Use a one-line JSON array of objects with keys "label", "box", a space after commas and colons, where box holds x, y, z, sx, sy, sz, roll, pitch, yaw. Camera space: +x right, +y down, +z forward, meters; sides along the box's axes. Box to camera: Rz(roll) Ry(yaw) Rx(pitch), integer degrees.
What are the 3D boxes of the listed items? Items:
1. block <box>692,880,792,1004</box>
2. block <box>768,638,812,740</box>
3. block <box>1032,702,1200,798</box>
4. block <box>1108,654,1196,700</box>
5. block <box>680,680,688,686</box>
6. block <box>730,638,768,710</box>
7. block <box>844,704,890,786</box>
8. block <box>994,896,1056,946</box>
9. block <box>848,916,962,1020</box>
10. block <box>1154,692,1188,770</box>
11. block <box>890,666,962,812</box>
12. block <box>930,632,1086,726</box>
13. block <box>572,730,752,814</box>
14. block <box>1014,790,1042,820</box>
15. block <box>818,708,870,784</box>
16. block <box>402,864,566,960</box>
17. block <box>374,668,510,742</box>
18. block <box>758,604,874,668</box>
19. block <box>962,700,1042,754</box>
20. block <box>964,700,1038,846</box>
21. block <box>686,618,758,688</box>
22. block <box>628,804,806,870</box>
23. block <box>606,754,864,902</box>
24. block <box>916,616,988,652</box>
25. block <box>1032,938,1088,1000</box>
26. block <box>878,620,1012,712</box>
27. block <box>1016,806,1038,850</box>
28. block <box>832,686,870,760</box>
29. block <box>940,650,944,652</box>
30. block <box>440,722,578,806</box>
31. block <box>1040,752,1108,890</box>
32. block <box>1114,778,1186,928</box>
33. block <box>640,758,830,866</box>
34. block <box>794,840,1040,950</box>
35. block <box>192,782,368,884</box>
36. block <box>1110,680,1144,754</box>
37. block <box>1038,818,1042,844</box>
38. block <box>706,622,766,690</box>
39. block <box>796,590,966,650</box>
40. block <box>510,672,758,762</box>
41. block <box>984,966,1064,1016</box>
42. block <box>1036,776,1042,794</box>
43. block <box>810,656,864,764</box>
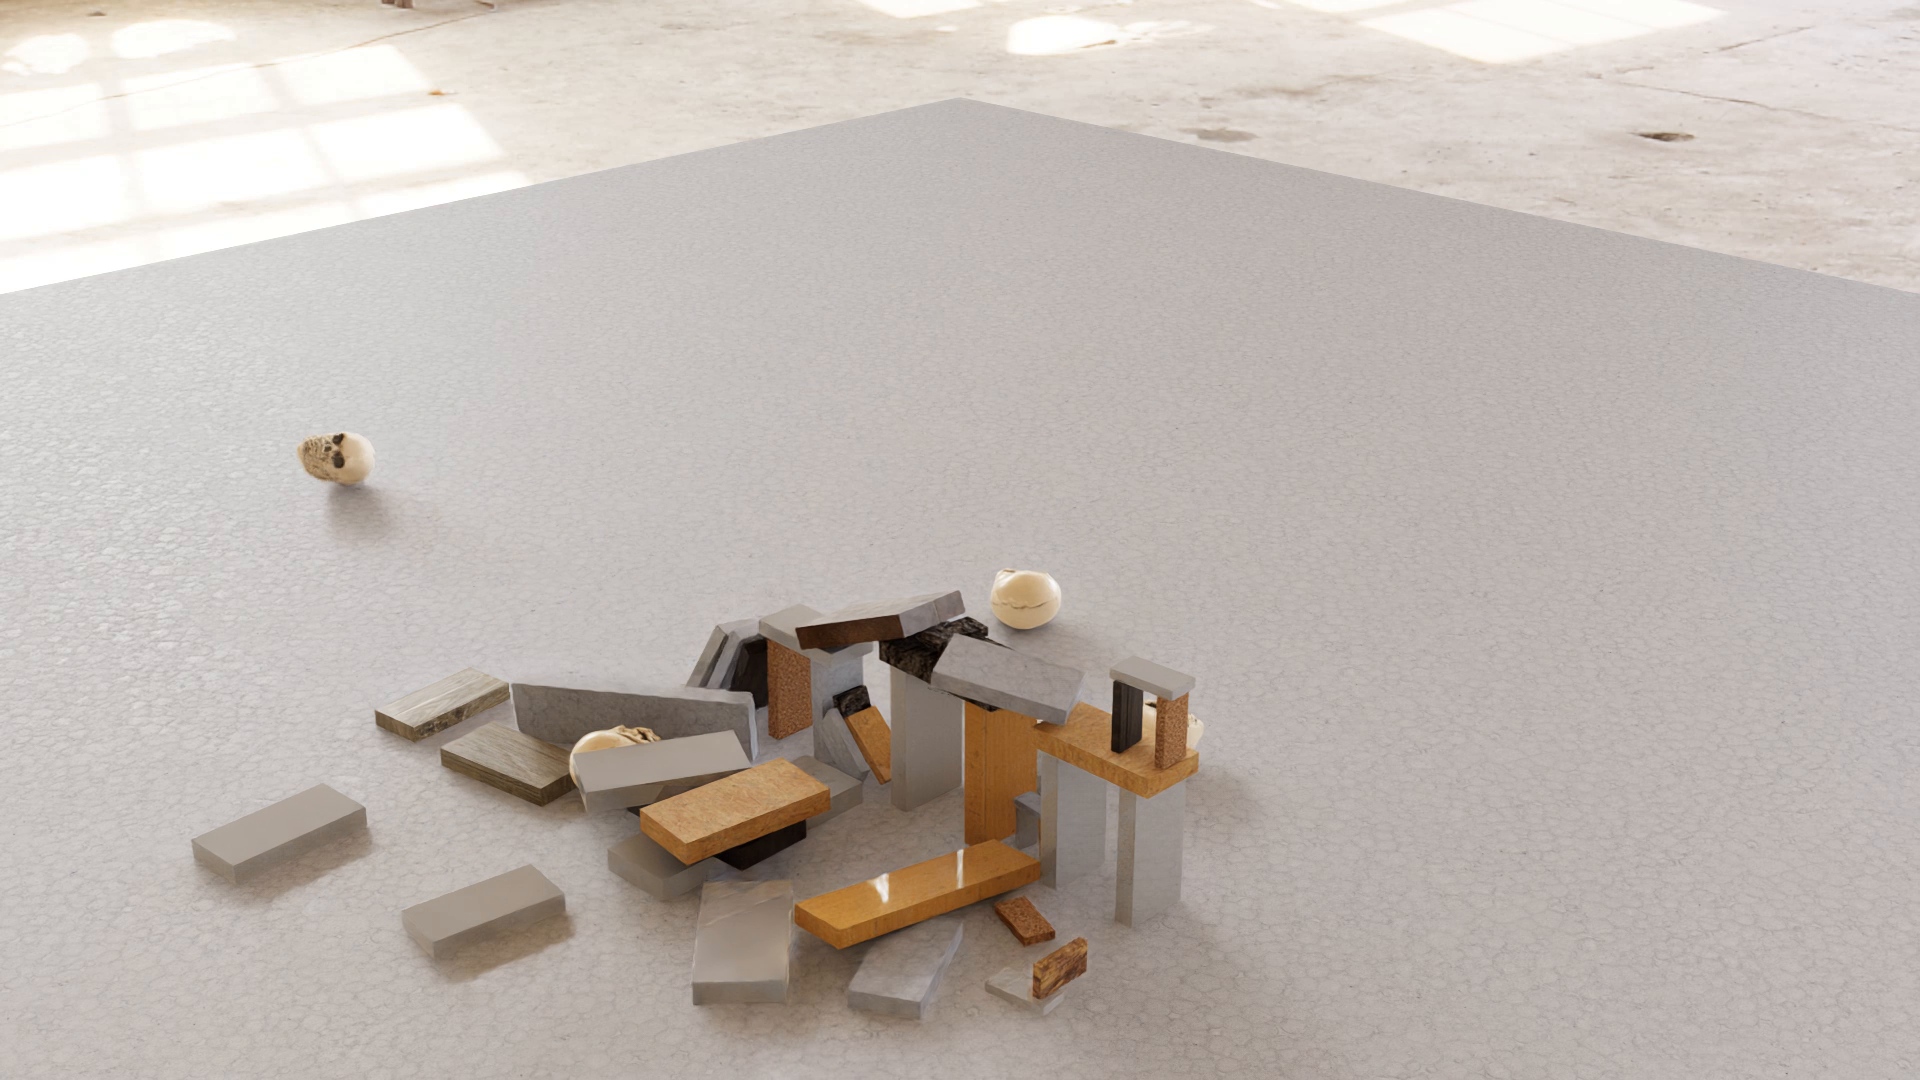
[{"label": "block", "box": [-0.392, 0.726, 3.990, 0.164, 0.047, 0.329, -1, 23, -2]}, {"label": "block", "box": [-0.359, 0.304, 4.743, 0.033, 0.235, 0.117, 23, 32, 39]}, {"label": "block", "box": [0.285, 0.386, 4.068, 0.285, 0.040, 0.143, 21, 31, 40]}, {"label": "block", "box": [0.346, 0.248, 3.955, 0.141, 0.020, 0.071, 19, 29, 37]}, {"label": "block", "box": [-0.583, 0.335, 4.954, 0.090, 0.013, 0.045, 9, 25, 21]}, {"label": "block", "box": [-0.438, 0.293, 4.796, 0.112, 0.225, 0.032, -15, 57, -30]}, {"label": "block", "box": [-0.171, 0.428, 4.595, 0.078, 0.022, 0.157, -21, 74, -40]}, {"label": "block", "box": [0.119, 0.706, 4.074, 0.063, 0.018, 0.127, -10, 25, -22]}, {"label": "block", "box": [-0.096, 0.756, 3.930, 0.133, 0.038, 0.266, 6, 24, 15]}, {"label": "block", "box": [0.381, 0.336, 3.955, 0.020, 0.141, 0.071, 19, 29, 37]}, {"label": "block", "box": [-0.068, 0.378, 4.462, 0.159, 0.318, 0.045, -21, 31, -41]}, {"label": "block", "box": [0.092, 0.263, 4.164, 0.266, 0.038, 0.133, 16, 35, 12]}, {"label": "block", "box": [-0.593, 0.459, 4.374, 0.329, 0.047, 0.164, -7, 24, -16]}, {"label": "block", "box": [0.151, 0.518, 4.284, 0.046, 0.013, 0.093, -18, 28, -35]}, {"label": "block", "box": [-0.240, 0.433, 4.546, 0.022, 0.078, 0.157, -14, 60, -30]}, {"label": "block", "box": [-0.885, 0.689, 4.089, 0.266, 0.038, 0.133, -17, 28, -34]}, {"label": "block", "box": [-1.141, 0.362, 4.858, 0.133, 0.038, 0.266, 17, 28, 35]}, {"label": "block", "box": [-0.305, 0.201, 4.640, 0.117, 0.033, 0.235, -21, 31, -40]}, {"label": "block", "box": [0.163, 0.388, 4.657, 0.133, 0.038, 0.505, -10, 12, -22]}, {"label": "block", "box": [0.081, 0.437, 4.325, 0.159, 0.318, 0.045, -21, 31, -41]}, {"label": "block", "box": [-0.526, 0.271, 4.822, 0.112, 0.225, 0.032, -10, 48, -49]}, {"label": "block", "box": [-0.480, 0.536, 4.314, 0.338, 0.048, 0.169, 20, 30, 38]}, {"label": "block", "box": [-0.439, 0.566, 4.366, 0.169, 0.048, 0.521, 20, 30, 39]}, {"label": "block", "box": [-0.015, 0.185, 4.325, 0.129, 0.018, 0.064, -16, 28, -34]}, {"label": "block", "box": [0.176, 0.752, 3.863, 0.018, 0.063, 0.127, 19, 27, 39]}, {"label": "block", "box": [0.006, 0.241, 4.322, 0.159, 0.045, 0.318, -21, 31, -40]}, {"label": "block", "box": [0.131, 0.560, 4.323, 0.046, 0.093, 0.013, -15, 27, -32]}, {"label": "block", "box": [-0.216, 0.393, 4.635, 0.078, 0.157, 0.022, -21, 14, -40]}, {"label": "block", "box": [0.021, 0.219, 4.292, 0.064, 0.018, 0.129, -20, 30, -38]}, {"label": "block", "box": [-0.929, 0.467, 4.606, 0.298, 0.042, 0.149, 16, 28, 33]}, {"label": "block", "box": [0.218, 0.511, 4.192, 0.040, 0.285, 0.143, 21, 31, 40]}, {"label": "block", "box": [0.353, 0.562, 4.070, 0.040, 0.285, 0.143, 21, 31, 40]}, {"label": "block", "box": [-0.431, 0.518, 4.234, 0.328, 0.047, 0.164, -17, 29, -35]}, {"label": "block", "box": [-0.074, 0.654, 4.092, 0.486, 0.038, 0.133, -12, 21, -40]}, {"label": "block", "box": [-1.342, 0.577, 4.346, 0.149, 0.042, 0.298, 19, 29, 37]}, {"label": "block", "box": [0.306, 0.312, 4.011, 0.020, 0.141, 0.071, 18, 29, 35]}, {"label": "block", "box": [0.174, 0.576, 4.283, 0.013, 0.093, 0.046, 16, 28, 42]}, {"label": "block", "box": [-0.480, 0.271, 4.806, 0.112, 0.225, 0.032, -16, 54, -43]}, {"label": "block", "box": [-0.164, 0.163, 4.462, 0.169, 0.048, 0.338, -21, 8, -41]}, {"label": "block", "box": [-0.692, 0.376, 4.679, 0.521, 0.149, 0.042, 4, 32, 10]}, {"label": "block", "box": [0.113, 0.793, 3.868, 0.127, 0.018, 0.063, 16, 28, 34]}, {"label": "block", "box": [0.121, 0.513, 4.471, 0.129, 0.064, 0.018, -16, 65, -32]}, {"label": "block", "box": [-0.257, 0.345, 4.646, 0.117, 0.235, 0.033, -21, 30, -40]}]
